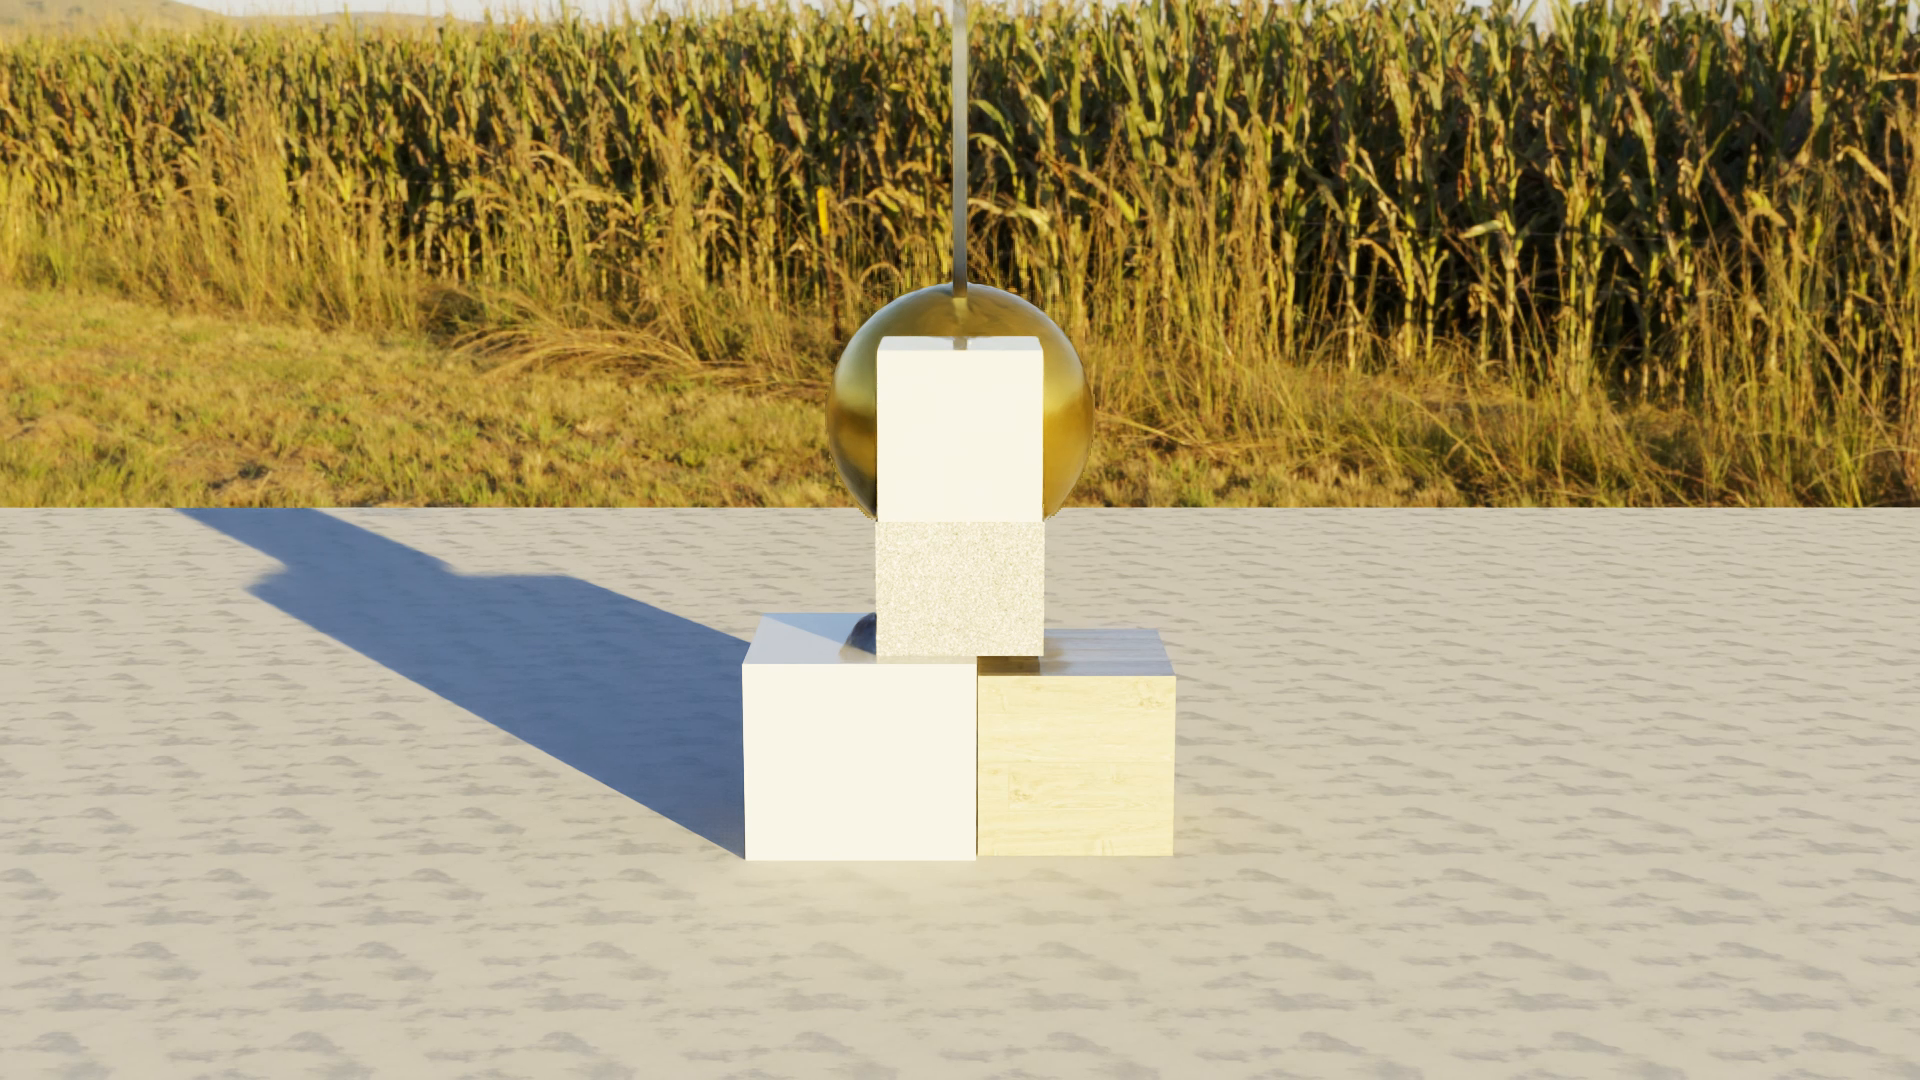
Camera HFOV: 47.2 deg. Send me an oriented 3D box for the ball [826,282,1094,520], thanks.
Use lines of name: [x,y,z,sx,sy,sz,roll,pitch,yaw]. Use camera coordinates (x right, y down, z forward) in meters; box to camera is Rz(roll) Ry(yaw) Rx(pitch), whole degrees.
ball: [0.000,-0.735,13.155,1.600,1.600,1.600,0,10,0]

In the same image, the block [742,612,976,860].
block: [-0.489,0.988,11.355,1.136,0.994,1.181,0,10,0]

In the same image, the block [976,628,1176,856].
block: [0.573,1.023,11.378,0.969,0.916,1.064,0,10,0]

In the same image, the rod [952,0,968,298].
rod: [0.000,-3.663,11.428,0.080,5.200,0.080,0,31,0]

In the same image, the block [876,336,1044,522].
block: [0.000,-0.571,11.069,0.801,0.835,0.799,0,10,0]

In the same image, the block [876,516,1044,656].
block: [0.000,0.169,11.207,0.826,0.670,0.818,0,10,0]
